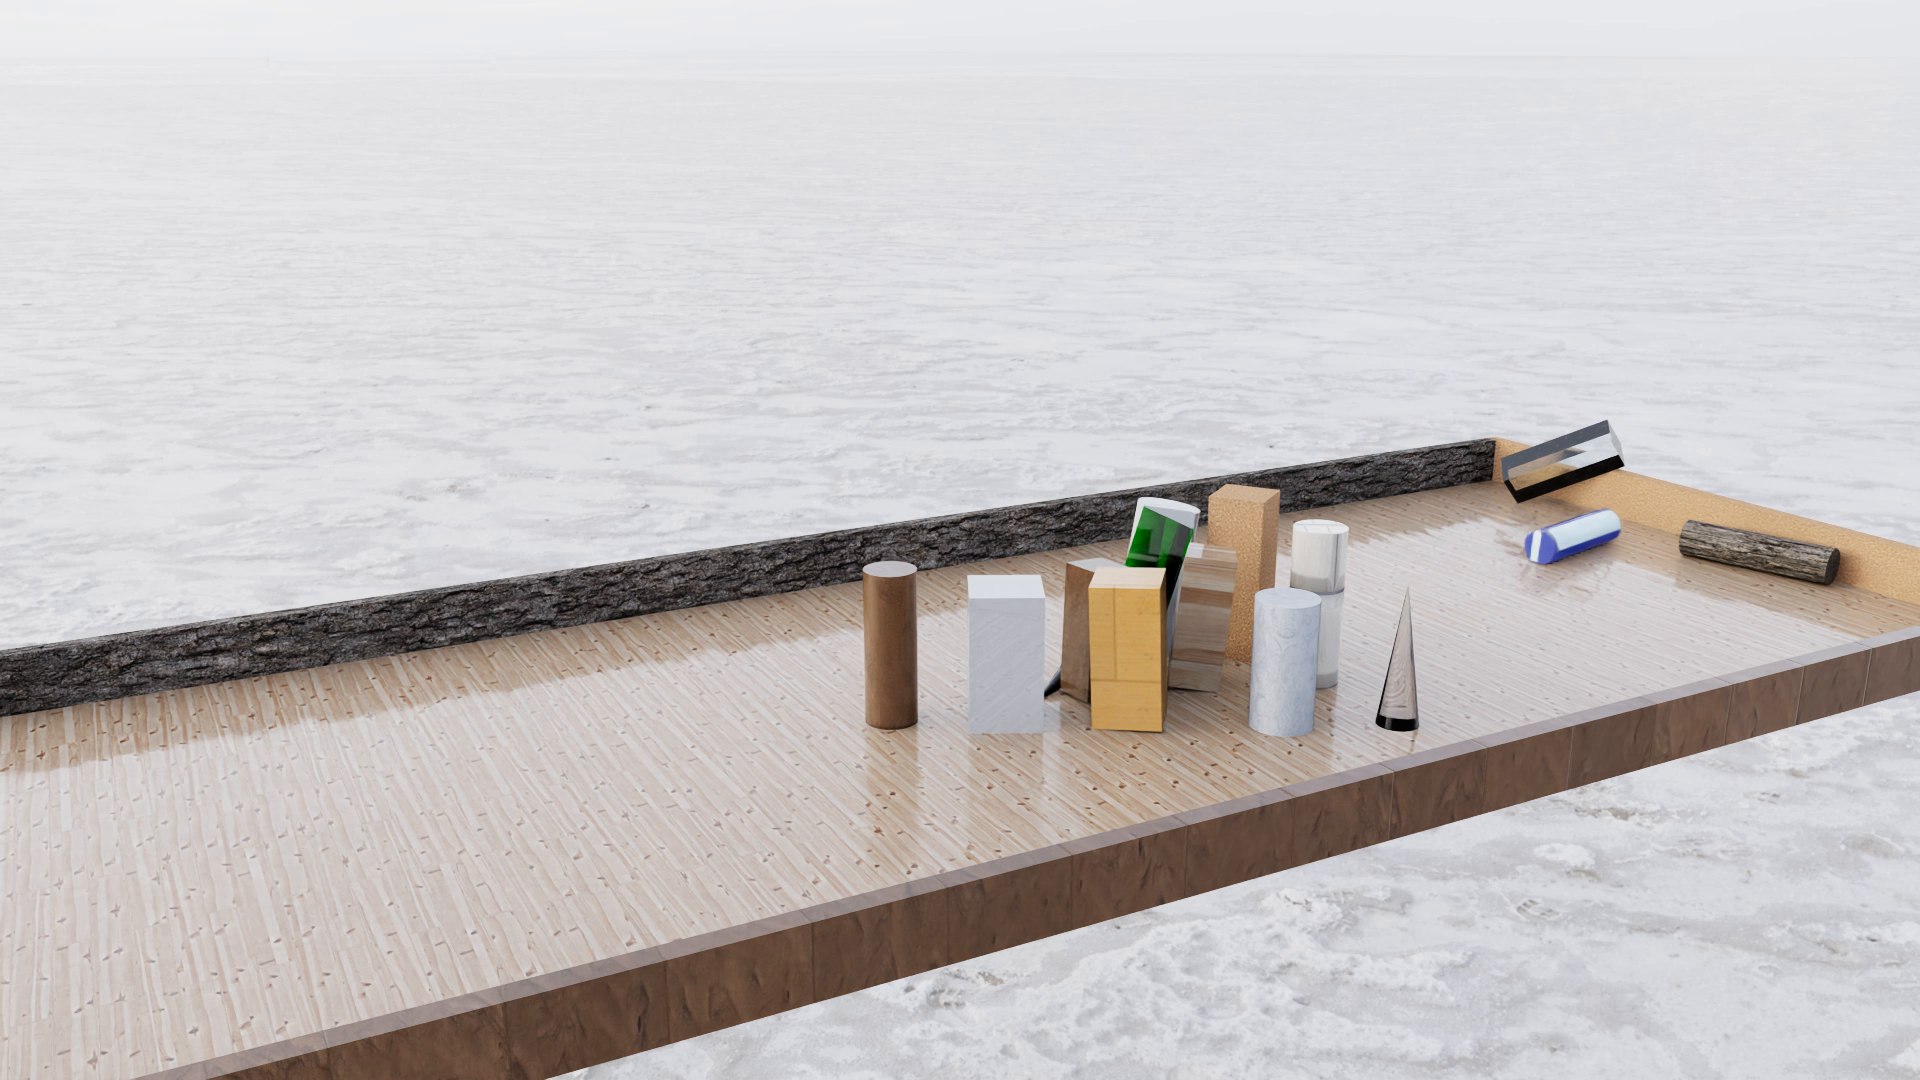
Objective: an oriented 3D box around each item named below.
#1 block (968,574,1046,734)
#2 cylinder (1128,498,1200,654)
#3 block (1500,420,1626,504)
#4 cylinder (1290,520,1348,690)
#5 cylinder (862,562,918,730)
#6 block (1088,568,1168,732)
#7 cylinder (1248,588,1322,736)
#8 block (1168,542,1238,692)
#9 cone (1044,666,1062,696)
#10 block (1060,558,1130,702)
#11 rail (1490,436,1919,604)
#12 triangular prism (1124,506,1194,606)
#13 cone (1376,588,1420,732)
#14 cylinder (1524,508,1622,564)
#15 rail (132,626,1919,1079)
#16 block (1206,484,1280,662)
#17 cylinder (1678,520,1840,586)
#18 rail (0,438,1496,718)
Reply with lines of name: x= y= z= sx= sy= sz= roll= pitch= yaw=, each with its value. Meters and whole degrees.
block: x=0.105 y=0.266 z=3.864 sx=0.173 sy=0.331 sz=0.173 roll=0 pitch=16 yaw=-1
cylinder: x=0.512 y=0.093 z=4.324 sx=0.164 sy=0.380 sz=0.164 roll=9 pitch=13 yaw=-2
block: x=2.081 y=-0.269 z=5.704 sx=0.377 sy=0.121 sz=0.121 roll=-22 pitch=36 yaw=30
cylinder: x=0.884 y=0.160 z=4.098 sx=0.133 sy=0.401 sz=0.133 roll=0 pitch=16 yaw=0
cylinder: x=-0.162 y=0.246 z=3.854 sx=0.125 sy=0.374 sz=0.125 roll=0 pitch=16 yaw=0
block: x=0.396 y=0.254 z=3.864 sx=0.162 sy=0.346 sz=0.162 roll=1 pitch=16 yaw=12
cylinder: x=0.754 y=0.283 z=3.837 sx=0.152 sy=0.313 sz=0.152 roll=0 pitch=16 yaw=0
block: x=0.599 y=0.191 z=4.088 sx=0.126 sy=0.338 sz=0.126 roll=7 pitch=17 yaw=5
cone: x=0.267 y=0.335 z=4.126 sx=0.100 sy=0.100 sz=0.305 roll=11 pitch=29 yaw=32
block: x=0.327 y=0.218 z=4.020 sx=0.109 sy=0.326 sz=0.109 roll=-7 pitch=16 yaw=-34
rail: x=2.466 y=-0.048 z=5.253 sx=0.050 sy=0.150 sz=2.100 roll=-9 pitch=18 yaw=-27
triangular prism: x=0.480 y=0.141 z=4.082 sx=0.145 sy=0.444 sz=0.125 roll=27 pitch=21 yaw=32
cone: x=1.030 y=0.265 z=3.836 sx=0.101 sy=0.348 sz=0.101 roll=0 pitch=16 yaw=0
cylinder: x=1.941 y=-0.014 z=5.217 sx=0.403 sy=0.104 sz=0.104 roll=-14 pitch=21 yaw=-39
rail: x=-2.336 y=1.006 z=1.665 sx=12.000 sy=0.150 sz=0.050 roll=-9 pitch=18 yaw=-27
block: x=0.732 y=0.086 z=4.300 sx=0.144 sy=0.430 sz=0.144 roll=8 pitch=18 yaw=26
cylinder: x=2.435 y=0.035 z=5.036 sx=0.112 sy=0.112 sz=0.434 roll=-15 pitch=22 yaw=-41
rail: x=-3.305 y=0.497 z=3.399 sx=12.000 sy=0.150 sz=0.050 roll=-9 pitch=18 yaw=-27
